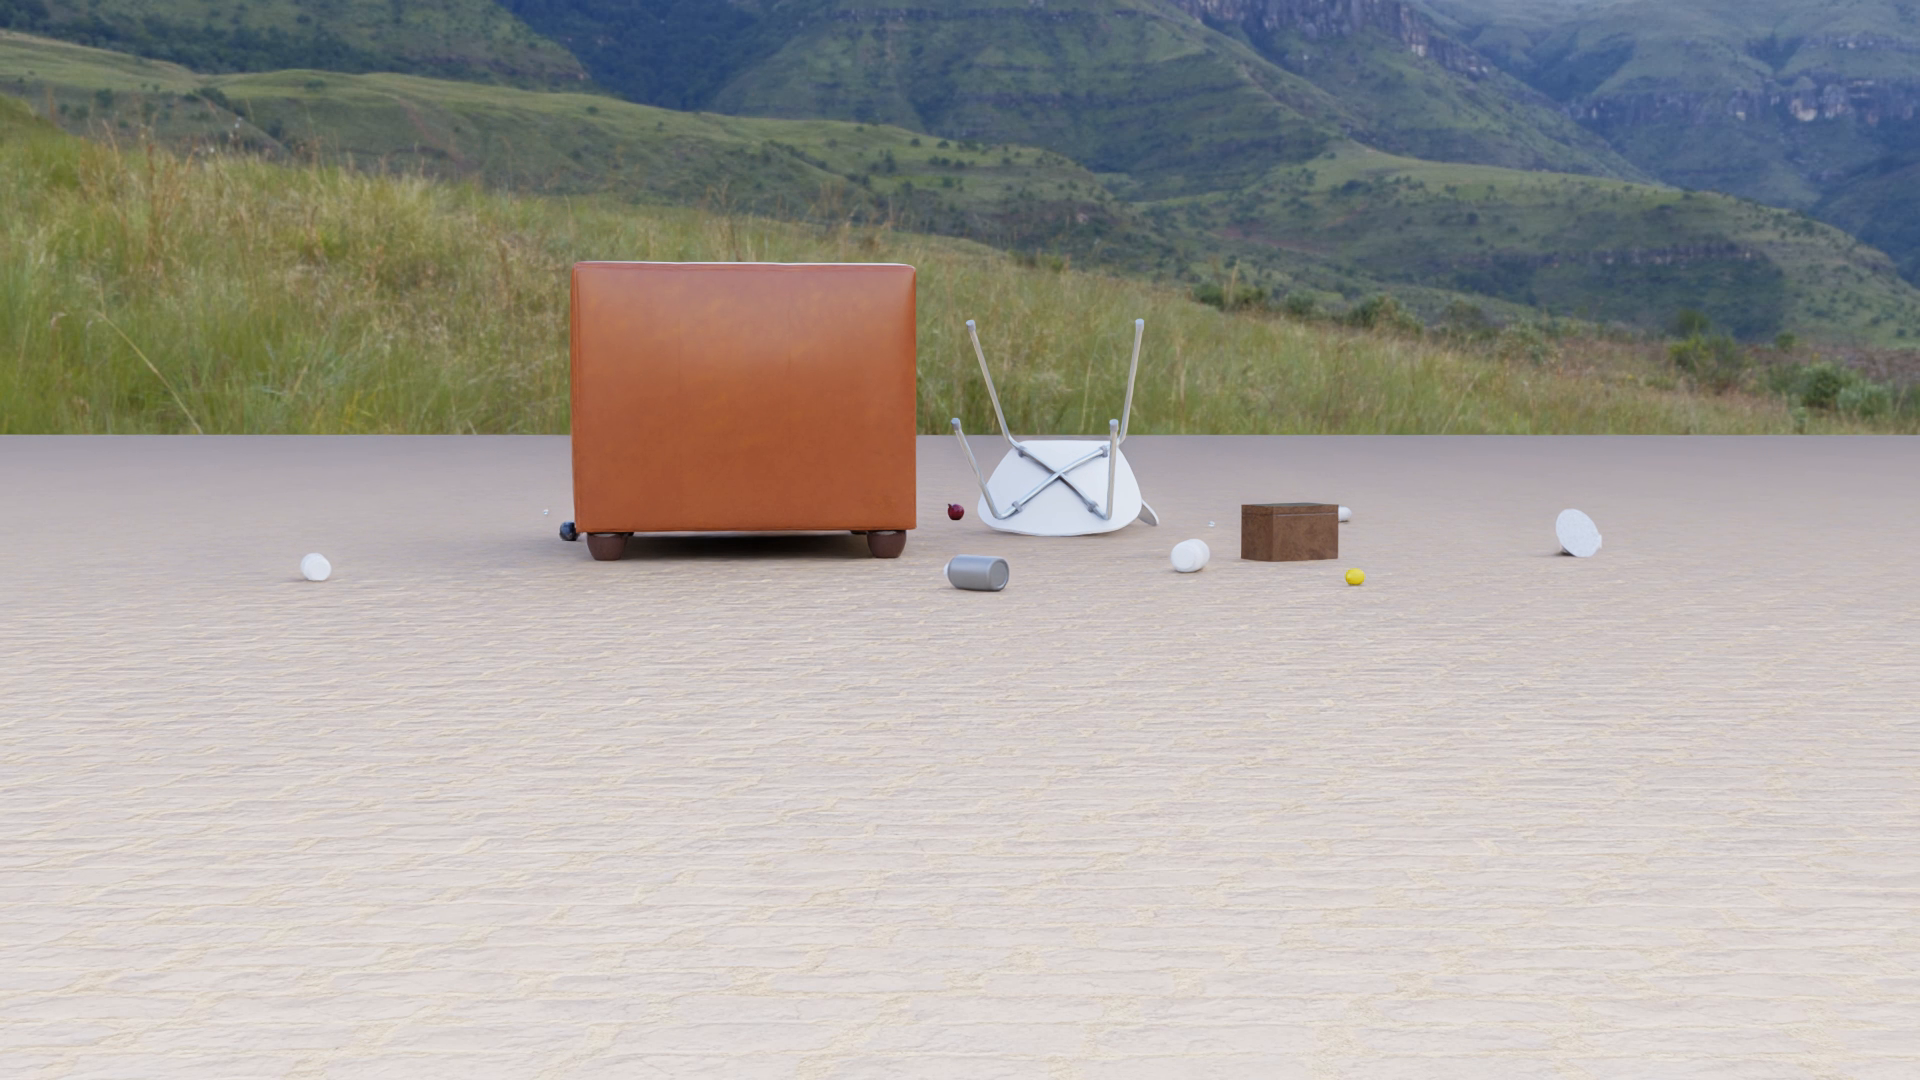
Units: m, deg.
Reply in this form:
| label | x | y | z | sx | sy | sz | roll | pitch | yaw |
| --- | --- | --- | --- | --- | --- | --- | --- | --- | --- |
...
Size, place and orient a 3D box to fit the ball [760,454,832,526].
| label | x | y | z | sx | sy | sz | roll | pitch | yaw |
| --- | --- | --- | --- | --- | --- | --- | --- | --- | --- |
| ball | -0.537 | -0.161 | 7.180 | 0.234 | 0.234 | 0.234 | 0 | 4 | 0 |

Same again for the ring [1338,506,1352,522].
| label | x | y | z | sx | sy | sz | roll | pitch | yaw |
| --- | --- | --- | --- | --- | --- | --- | --- | --- | --- |
| ring | 1.225 | -0.086 | 7.435 | 0.161 | 0.050 | 0.283 | 2 | 5 | 39 |

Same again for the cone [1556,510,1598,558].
| label | x | y | z | sx | sy | sz | roll | pitch | yaw |
| --- | --- | --- | --- | --- | --- | --- | --- | --- | --- |
| cone | 1.657 | 0.007 | 5.985 | 0.104 | 0.140 | 0.201 | -25 | -14 | -4 |

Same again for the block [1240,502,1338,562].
| label | x | y | z | sx | sy | sz | roll | pitch | yaw |
| --- | --- | --- | --- | --- | --- | --- | --- | --- | --- |
| block | 0.872 | -0.022 | 5.816 | 0.218 | 0.143 | 0.135 | -2 | 5 | -30 |
